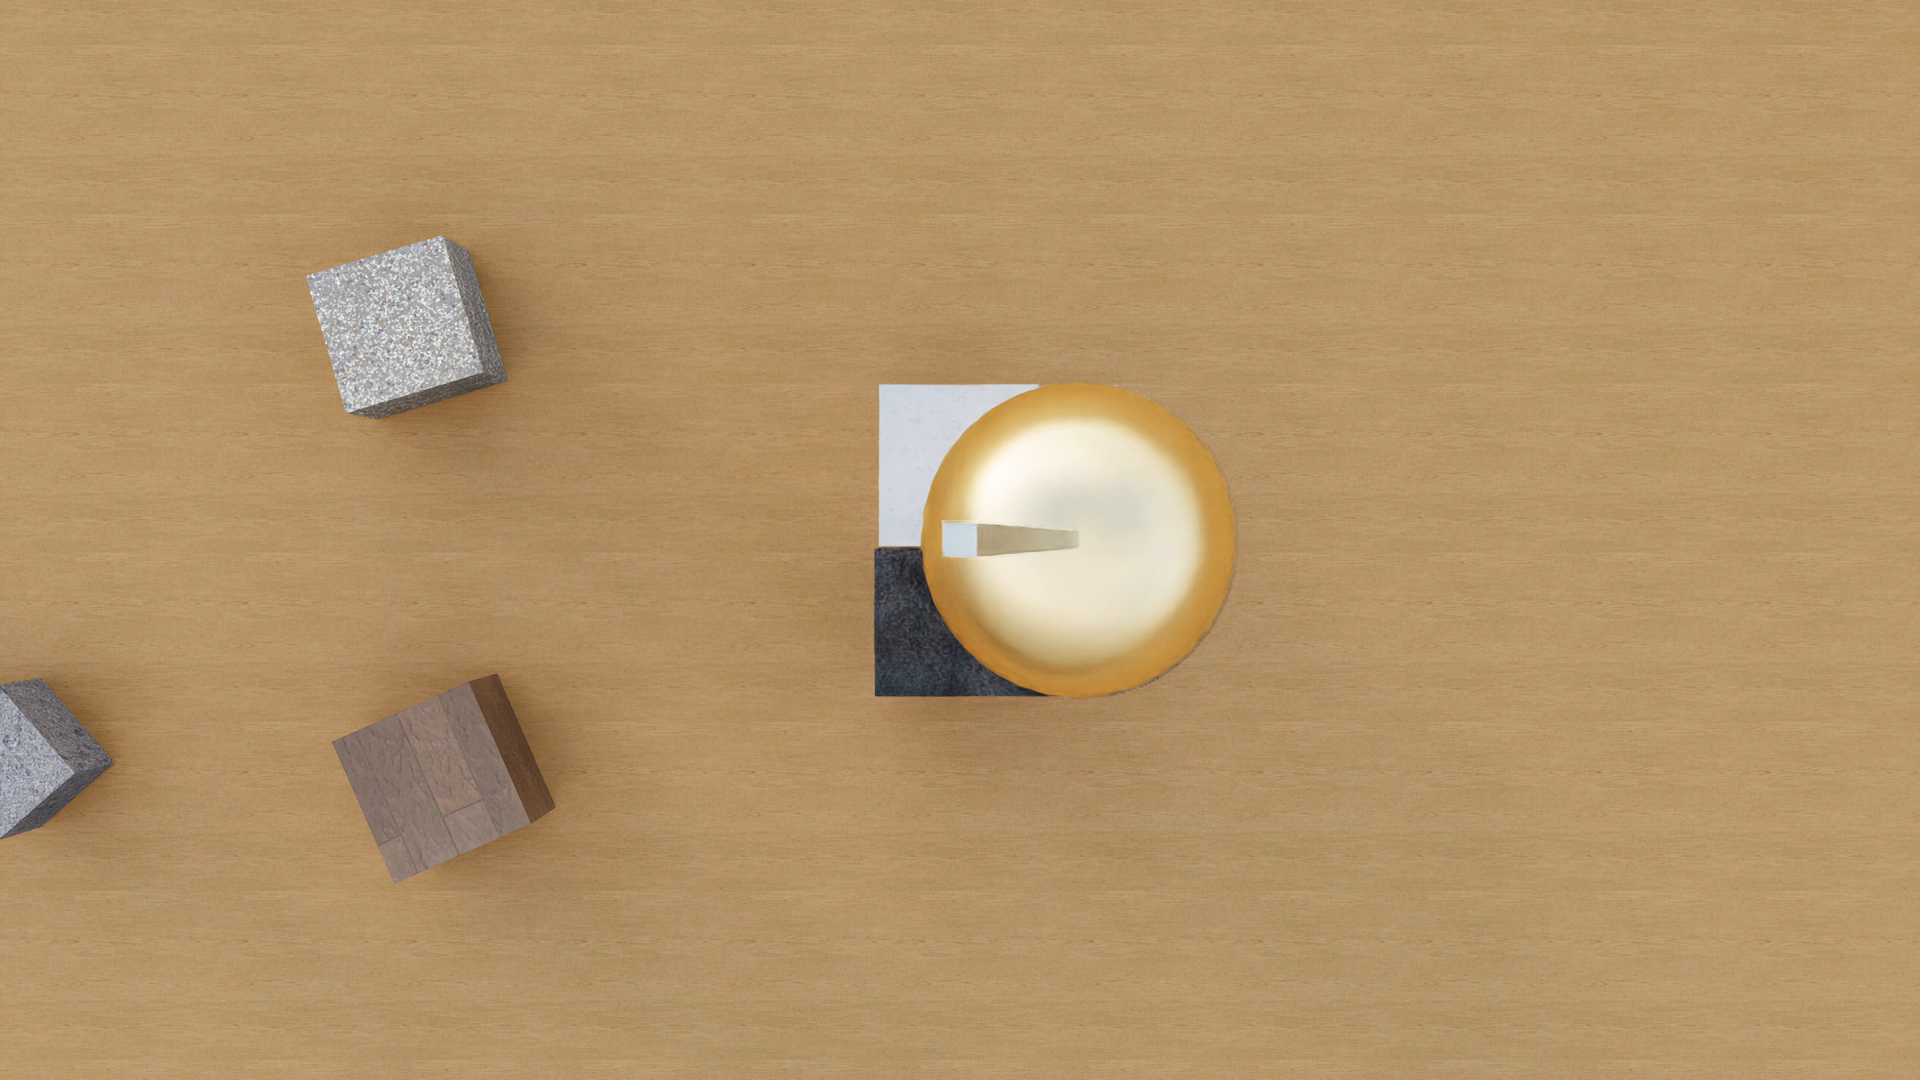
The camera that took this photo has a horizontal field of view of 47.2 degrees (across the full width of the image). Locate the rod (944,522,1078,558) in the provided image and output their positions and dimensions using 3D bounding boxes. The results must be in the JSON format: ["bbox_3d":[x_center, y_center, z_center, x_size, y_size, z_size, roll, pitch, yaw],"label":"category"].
[{"bbox_3d":[0.259,0.000,7.750,0.080,5.200,0.080,0,90,6],"label":"rod"}]

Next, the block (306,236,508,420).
[{"bbox_3d":[-3.172,-1.211,12.666,0.801,0.668,0.802,-17,90,0],"label":"block"}]

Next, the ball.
[{"bbox_3d":[0.598,0.000,11.133,1.600,1.600,1.600,0,90,0],"label":"ball"}]

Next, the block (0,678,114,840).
[{"bbox_3d":[-5.432,1.256,12.705,0.578,0.591,0.664,-41,90,0],"label":"block"}]

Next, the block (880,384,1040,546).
[{"bbox_3d":[-0.004,-0.410,12.561,0.881,0.877,0.891,0,90,0],"label":"block"}]

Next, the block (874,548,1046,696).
[{"bbox_3d":[0.009,0.452,12.530,0.956,0.940,0.809,0,90,0],"label":"block"}]

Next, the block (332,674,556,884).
[{"bbox_3d":[-2.943,1.352,12.622,0.832,0.757,0.866,-24,90,0],"label":"block"}]
